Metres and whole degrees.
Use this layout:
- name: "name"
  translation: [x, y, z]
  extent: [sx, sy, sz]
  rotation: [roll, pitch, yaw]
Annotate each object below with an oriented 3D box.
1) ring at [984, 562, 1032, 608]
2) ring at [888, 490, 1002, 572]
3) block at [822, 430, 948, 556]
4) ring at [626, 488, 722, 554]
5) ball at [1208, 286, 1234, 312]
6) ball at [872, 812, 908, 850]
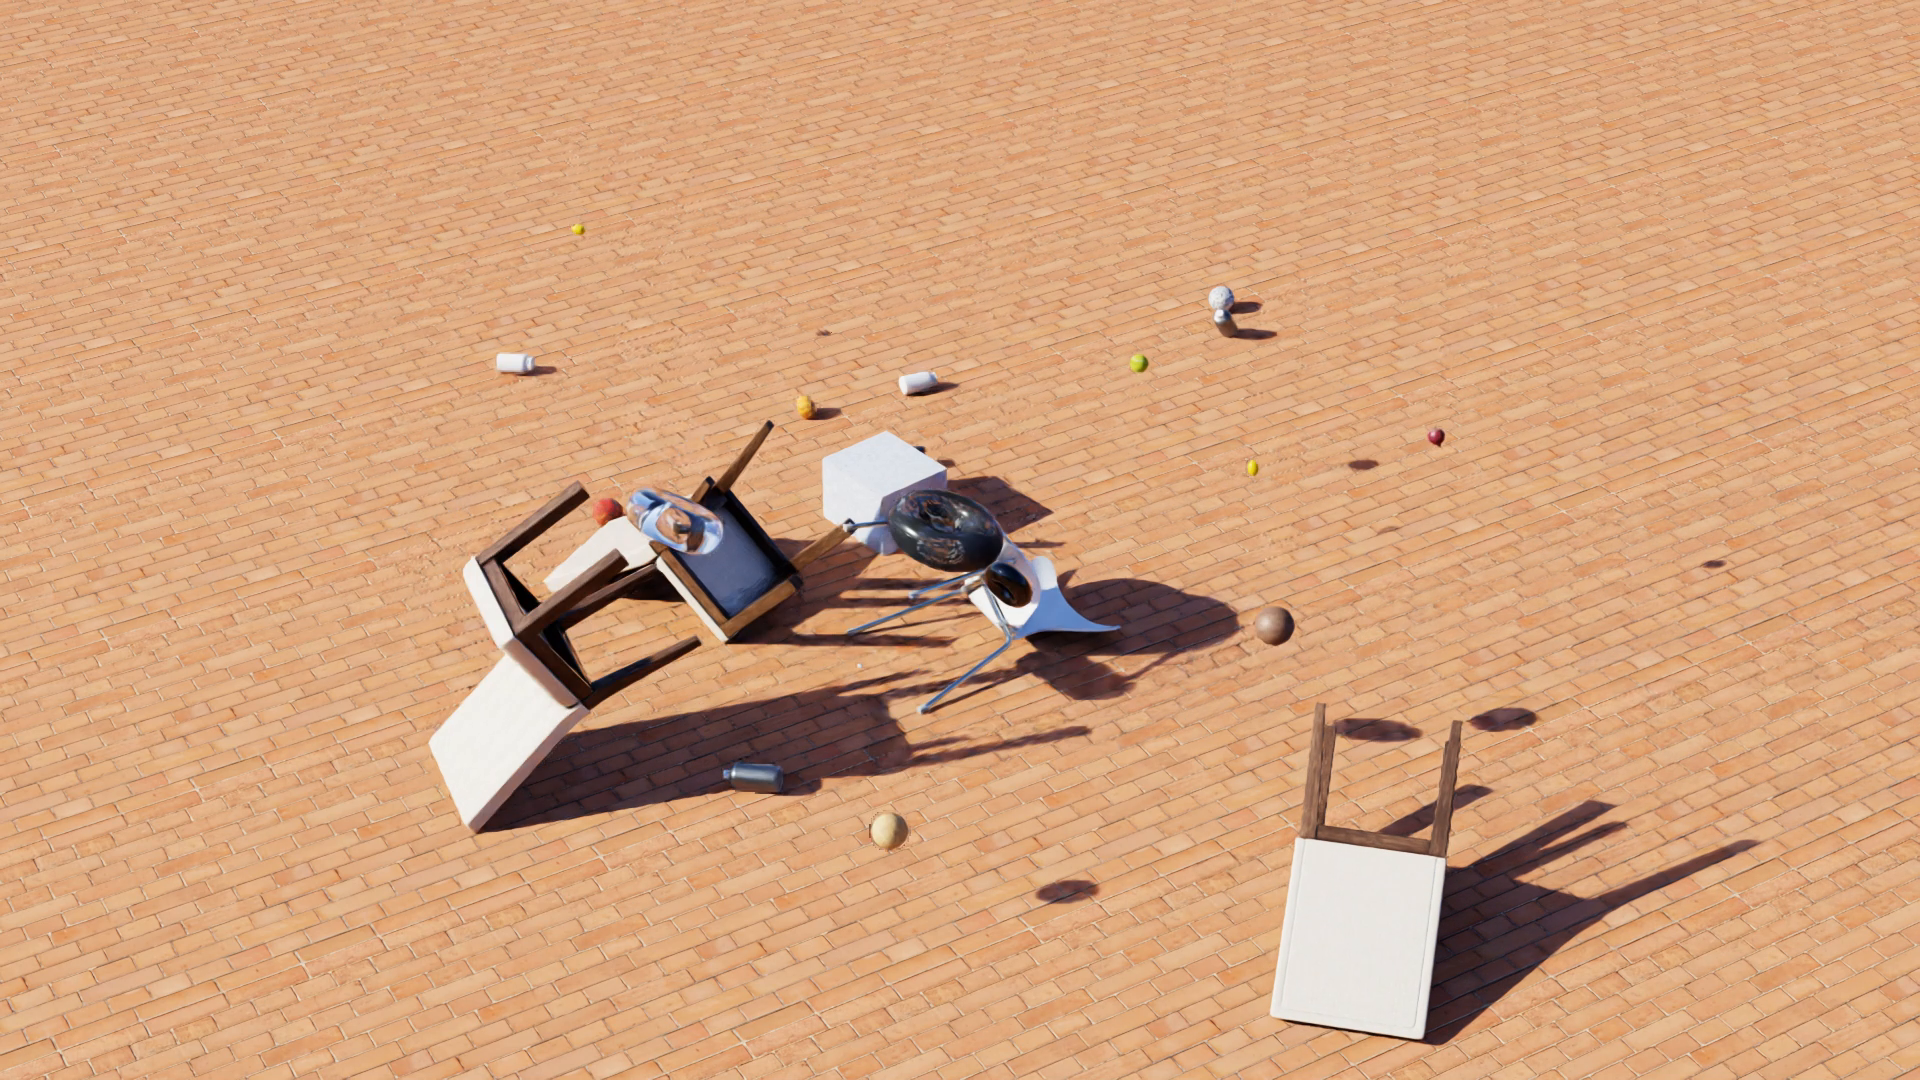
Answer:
- name: "ring"
  translation: [0.153, 0.142, 9.269]
  extent: [0.173, 0.208, 0.064]
  rotation: [34, 69, 16]
- name: "ring"
  translation: [-0.050, -0.032, 10.045]
  extent: [0.415, 0.145, 0.331]
  rotation: [24, 40, 18]
- name: "block"
  translation: [-0.281, -0.177, 10.977]
  extent: [0.311, 0.259, 0.354]
  rotation: [-25, 41, -33]
- name: "ring"
  translation: [-0.925, -0.063, 9.502]
  extent: [0.323, 0.133, 0.369]
  rotation: [27, 6, 12]
- name: "ball"
  translation: [1.105, -1.019, 12.393]
  extent: [0.108, 0.108, 0.108]
  rotation: [0, 33, 0]
- name: "ball"
  translation: [-0.214, 0.888, 8.953]
  extent: [0.113, 0.113, 0.113]
  rotation: [0, 33, 0]
